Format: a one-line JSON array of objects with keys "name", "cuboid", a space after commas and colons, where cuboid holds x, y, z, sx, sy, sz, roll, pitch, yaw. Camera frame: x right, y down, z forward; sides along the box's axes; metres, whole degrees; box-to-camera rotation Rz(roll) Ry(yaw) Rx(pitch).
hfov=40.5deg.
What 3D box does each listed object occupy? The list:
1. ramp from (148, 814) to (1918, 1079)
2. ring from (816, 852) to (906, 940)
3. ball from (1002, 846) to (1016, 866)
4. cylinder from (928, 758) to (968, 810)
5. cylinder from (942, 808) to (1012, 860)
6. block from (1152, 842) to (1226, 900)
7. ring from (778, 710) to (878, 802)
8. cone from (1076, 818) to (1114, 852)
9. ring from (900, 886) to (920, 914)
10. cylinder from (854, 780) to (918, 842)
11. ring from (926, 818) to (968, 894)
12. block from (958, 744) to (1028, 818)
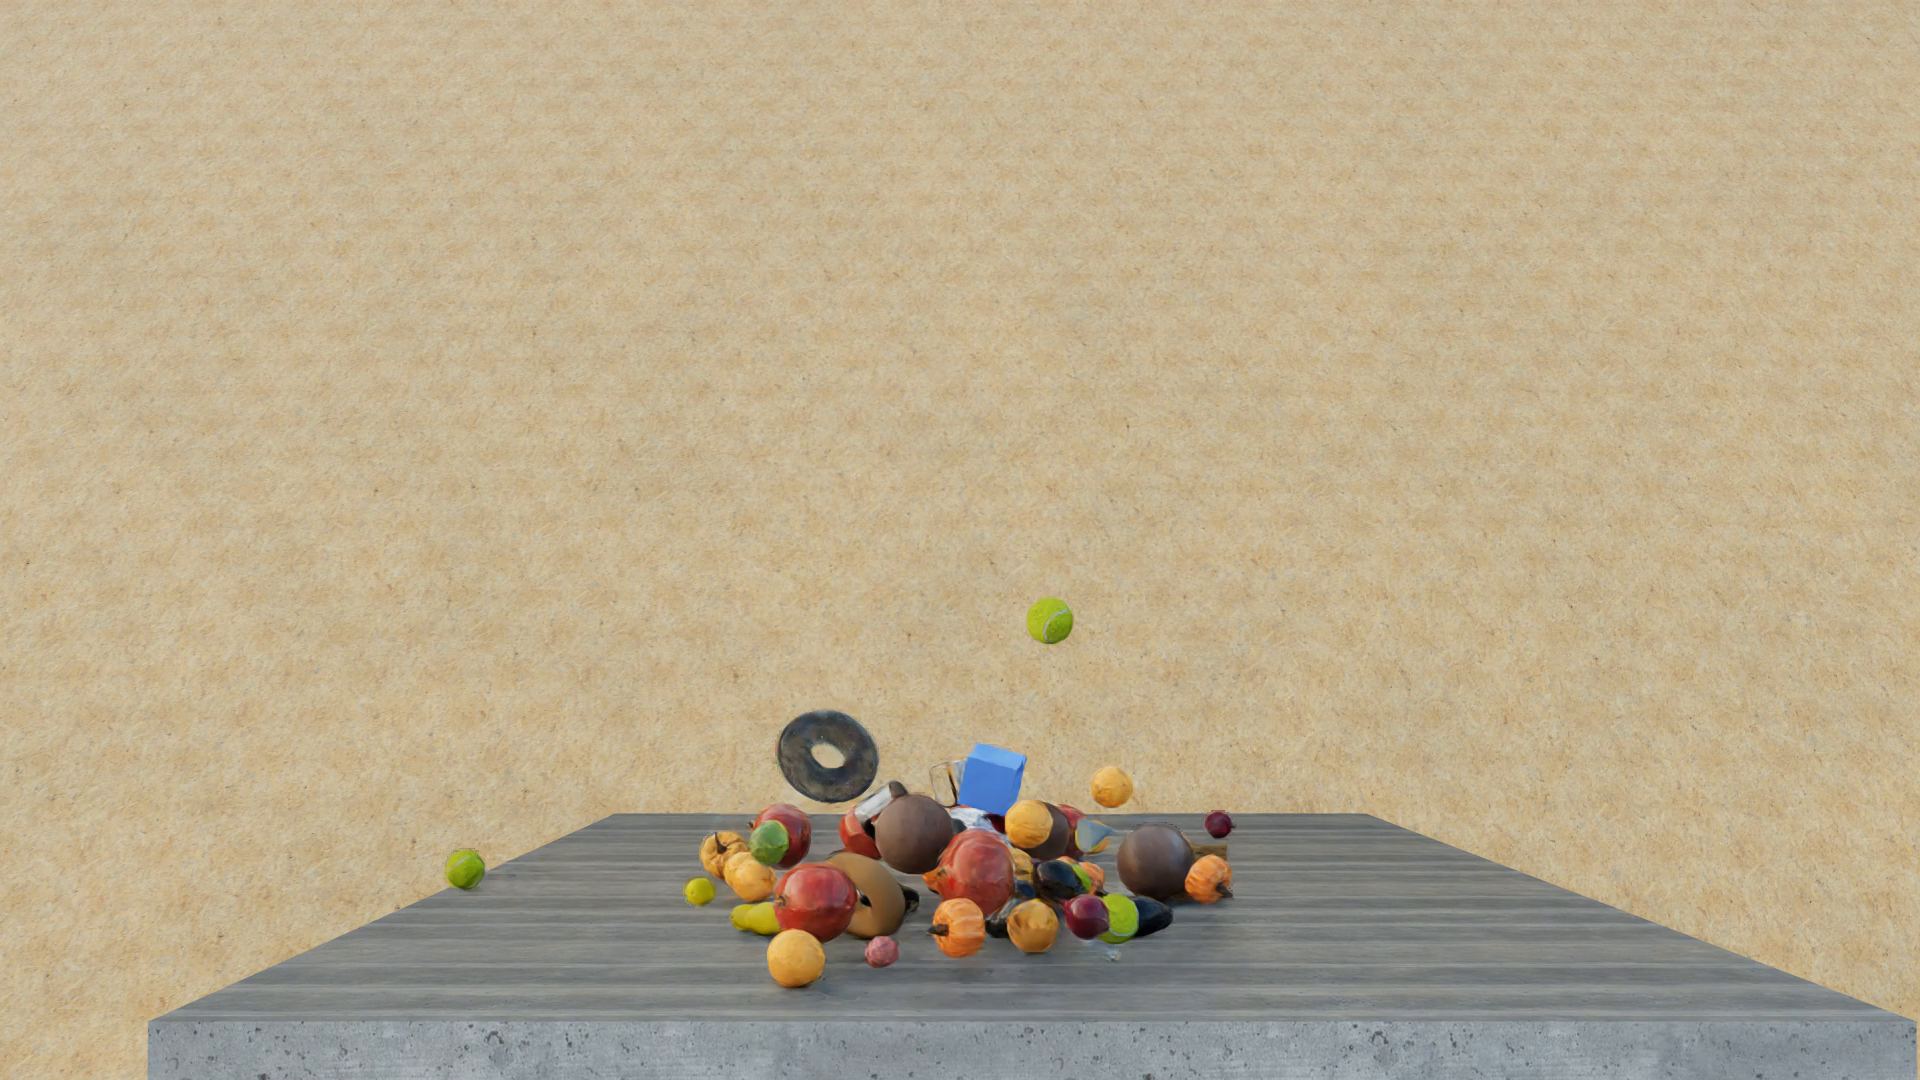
[{"name": "ramp", "cuboid": [0.082, 0.687, 4.938, 2.000, 0.100, 4.000, 0, -3, 0]}, {"name": "ring", "cuboid": [-0.145, 0.520, 3.792, 0.146, 0.146, 0.049, 19, 39, 23]}, {"name": "ball", "cuboid": [0.084, 0.618, 5.102, 0.051, 0.051, 0.051, 0, 37, 0]}, {"name": "cylinder", "cuboid": [-0.011, 0.439, 4.681, 0.076, 0.076, 0.076, -14, -1, 0]}, {"name": "cylinder", "cuboid": [0.029, 0.531, 4.692, 0.094, 0.094, 0.094, -30, 16, -33]}, {"name": "block", "cuboid": [0.396, 0.571, 4.482, 0.090, 0.090, 0.090, -3, -4, 44]}, {"name": "ring", "cuboid": [-0.187, 0.305, 3.677, 0.147, 0.049, 0.147, 11, 51, -13]}, {"name": "cone", "cuboid": [0.267, 0.560, 4.984, 0.067, 0.067, 0.067, -7, 37, -22]}, {"name": "ring", "cuboid": [-0.126, 0.580, 4.214, 0.123, 0.041, 0.123, 5, -2, 0]}, {"name": "cylinder", "cuboid": [-0.124, 0.457, 4.389, 0.076, 0.076, 0.076, -35, 33, 19]}, {"name": "ring", "cuboid": [-0.023, 0.548, 4.512, 0.045, 0.135, 0.135, 13, 39, 13]}, {"name": "block", "cuboid": [0.054, 0.398, 4.321, 0.084, 0.084, 0.084, 15, 14, 11]}]
